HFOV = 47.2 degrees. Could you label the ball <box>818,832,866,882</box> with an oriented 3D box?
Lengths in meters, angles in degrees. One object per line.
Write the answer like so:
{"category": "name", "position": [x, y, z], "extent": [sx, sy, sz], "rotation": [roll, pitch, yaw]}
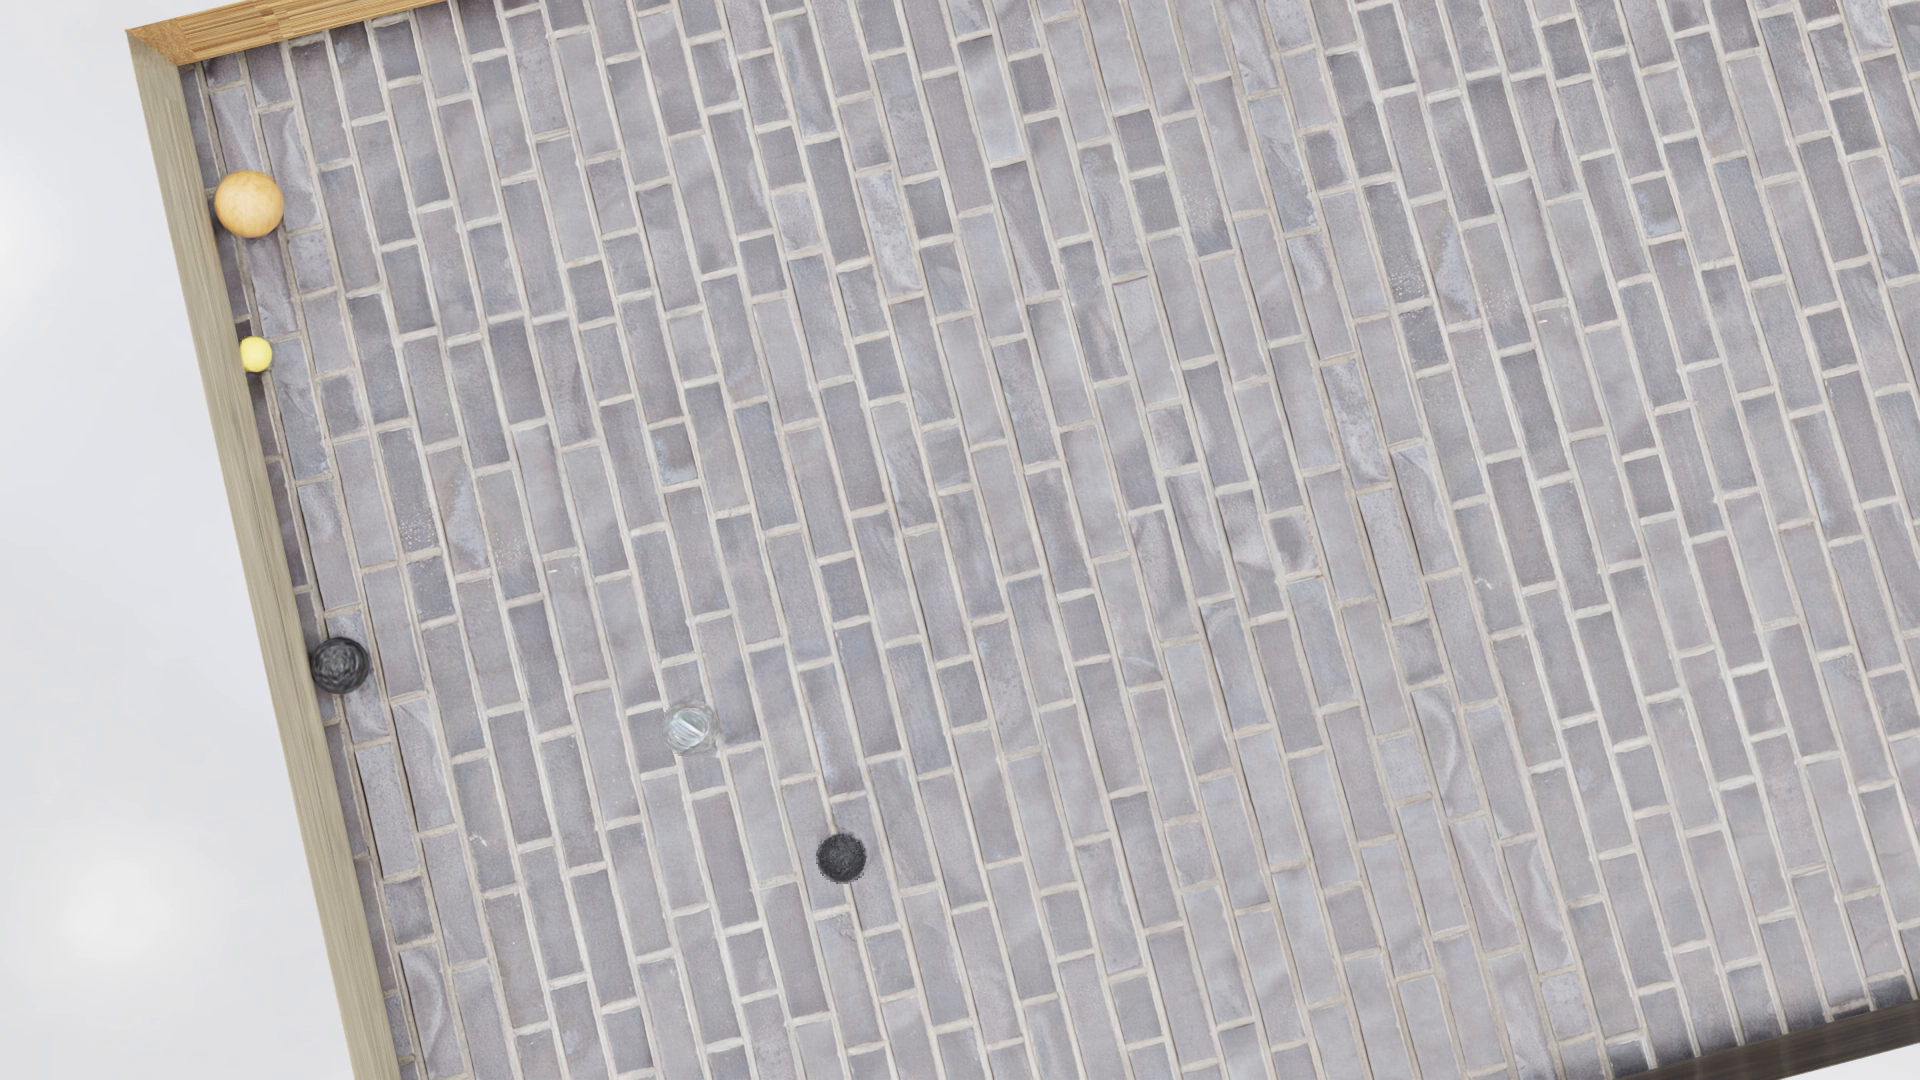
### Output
{"category": "ball", "position": [-0.171, 0.461, 3.202], "extent": [0.071, 0.071, 0.071], "rotation": [0, 83, 0]}

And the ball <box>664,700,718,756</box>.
{"category": "ball", "position": [-0.394, 0.274, 3.218], "extent": [0.081, 0.081, 0.081], "rotation": [0, 83, 0]}

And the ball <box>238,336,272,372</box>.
{"category": "ball", "position": [-1.059, -0.278, 3.296], "extent": [0.054, 0.054, 0.054], "rotation": [0, 83, 0]}

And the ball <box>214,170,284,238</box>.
{"category": "ball", "position": [-1.066, -0.503, 3.299], "extent": [0.100, 0.100, 0.100], "rotation": [0, 83, 0]}

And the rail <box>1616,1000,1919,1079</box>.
{"category": "rail", "position": [1.228, 0.717, 3.141], "extent": [4.043, 0.130, 0.045], "rotation": [-14, 84, -2]}

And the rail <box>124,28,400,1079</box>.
{"category": "rail", "position": [-0.956, 0.239, 3.197], "extent": [0.045, 0.130, 2.060], "rotation": [-14, 84, -2]}

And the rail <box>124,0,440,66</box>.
{"category": "rail", "position": [0.731, -1.220, 3.365], "extent": [4.043, 0.130, 0.045], "rotation": [-14, 84, -2]}

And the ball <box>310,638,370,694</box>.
{"category": "ball", "position": [-0.910, 0.184, 3.227], "extent": [0.084, 0.084, 0.084], "rotation": [0, 83, 0]}
